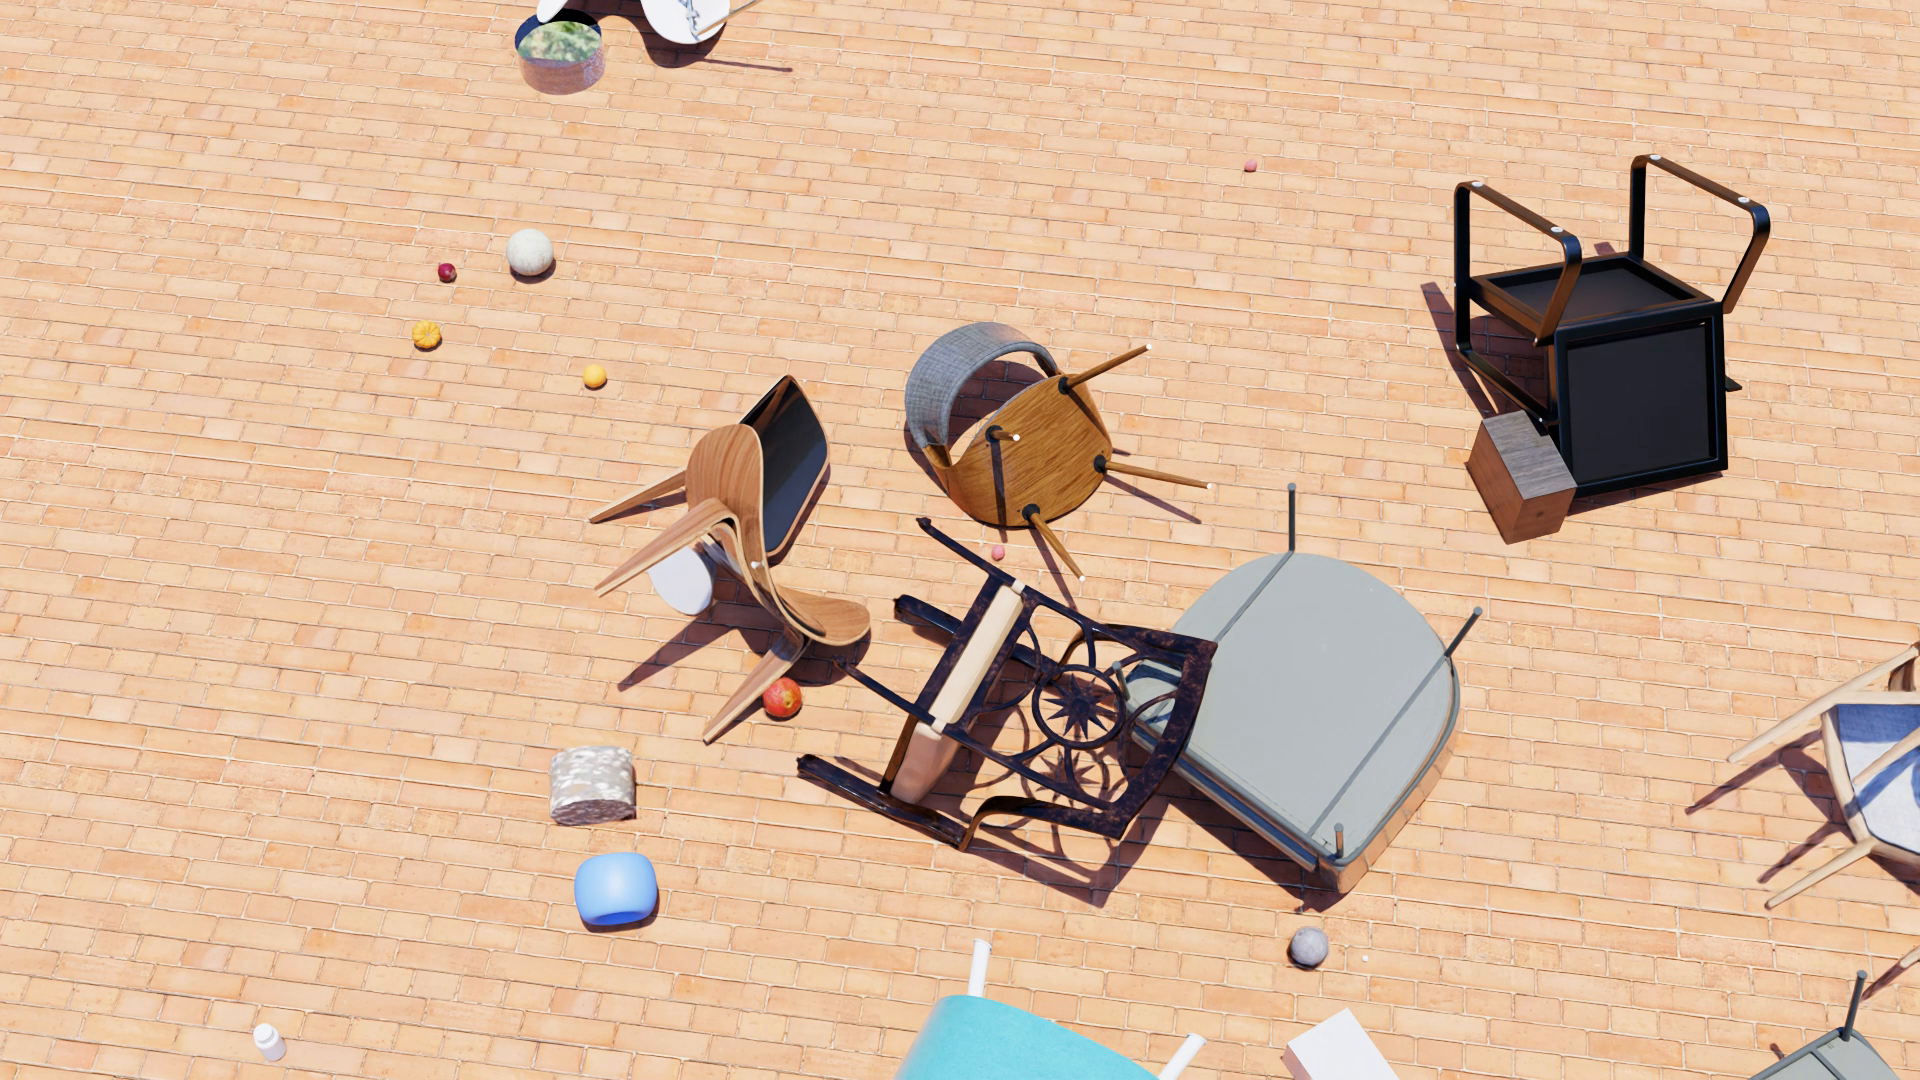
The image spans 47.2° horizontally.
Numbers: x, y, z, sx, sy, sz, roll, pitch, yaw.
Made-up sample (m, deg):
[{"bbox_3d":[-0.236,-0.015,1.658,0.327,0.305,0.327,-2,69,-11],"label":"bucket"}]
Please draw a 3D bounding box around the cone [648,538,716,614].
[{"bbox_3d":[-0.770,0.085,6.463,0.252,0.208,0.170,39,33,19],"label":"cone"}]

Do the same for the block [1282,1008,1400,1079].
[{"bbox_3d":[0.982,1.371,5.579,0.187,0.123,0.286,-26,60,-16],"label":"block"}]

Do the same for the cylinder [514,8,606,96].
[{"bbox_3d":[-1.386,-1.696,7.634,0.300,0.129,0.295,2,56,1],"label":"cylinder"}]

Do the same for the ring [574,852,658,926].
[{"bbox_3d":[-0.914,0.926,5.839,0.221,0.198,0.161,-11,69,7],"label":"ring"}]

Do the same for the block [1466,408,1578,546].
[{"bbox_3d":[1.672,-0.190,6.558,0.169,0.238,0.301,-14,57,-9],"label":"block"}]

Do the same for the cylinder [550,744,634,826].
[{"bbox_3d":[-1.009,0.672,6.035,0.227,0.145,0.166,-10,52,-1],"label":"cylinder"}]

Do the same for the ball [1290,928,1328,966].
[{"bbox_3d":[0.920,1.072,5.793,0.102,0.102,0.102,0,56,0],"label":"ball"}]

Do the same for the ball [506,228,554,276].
[{"bbox_3d":[-1.390,-0.931,7.107,0.153,0.153,0.153,0,56,0],"label":"ball"}]
